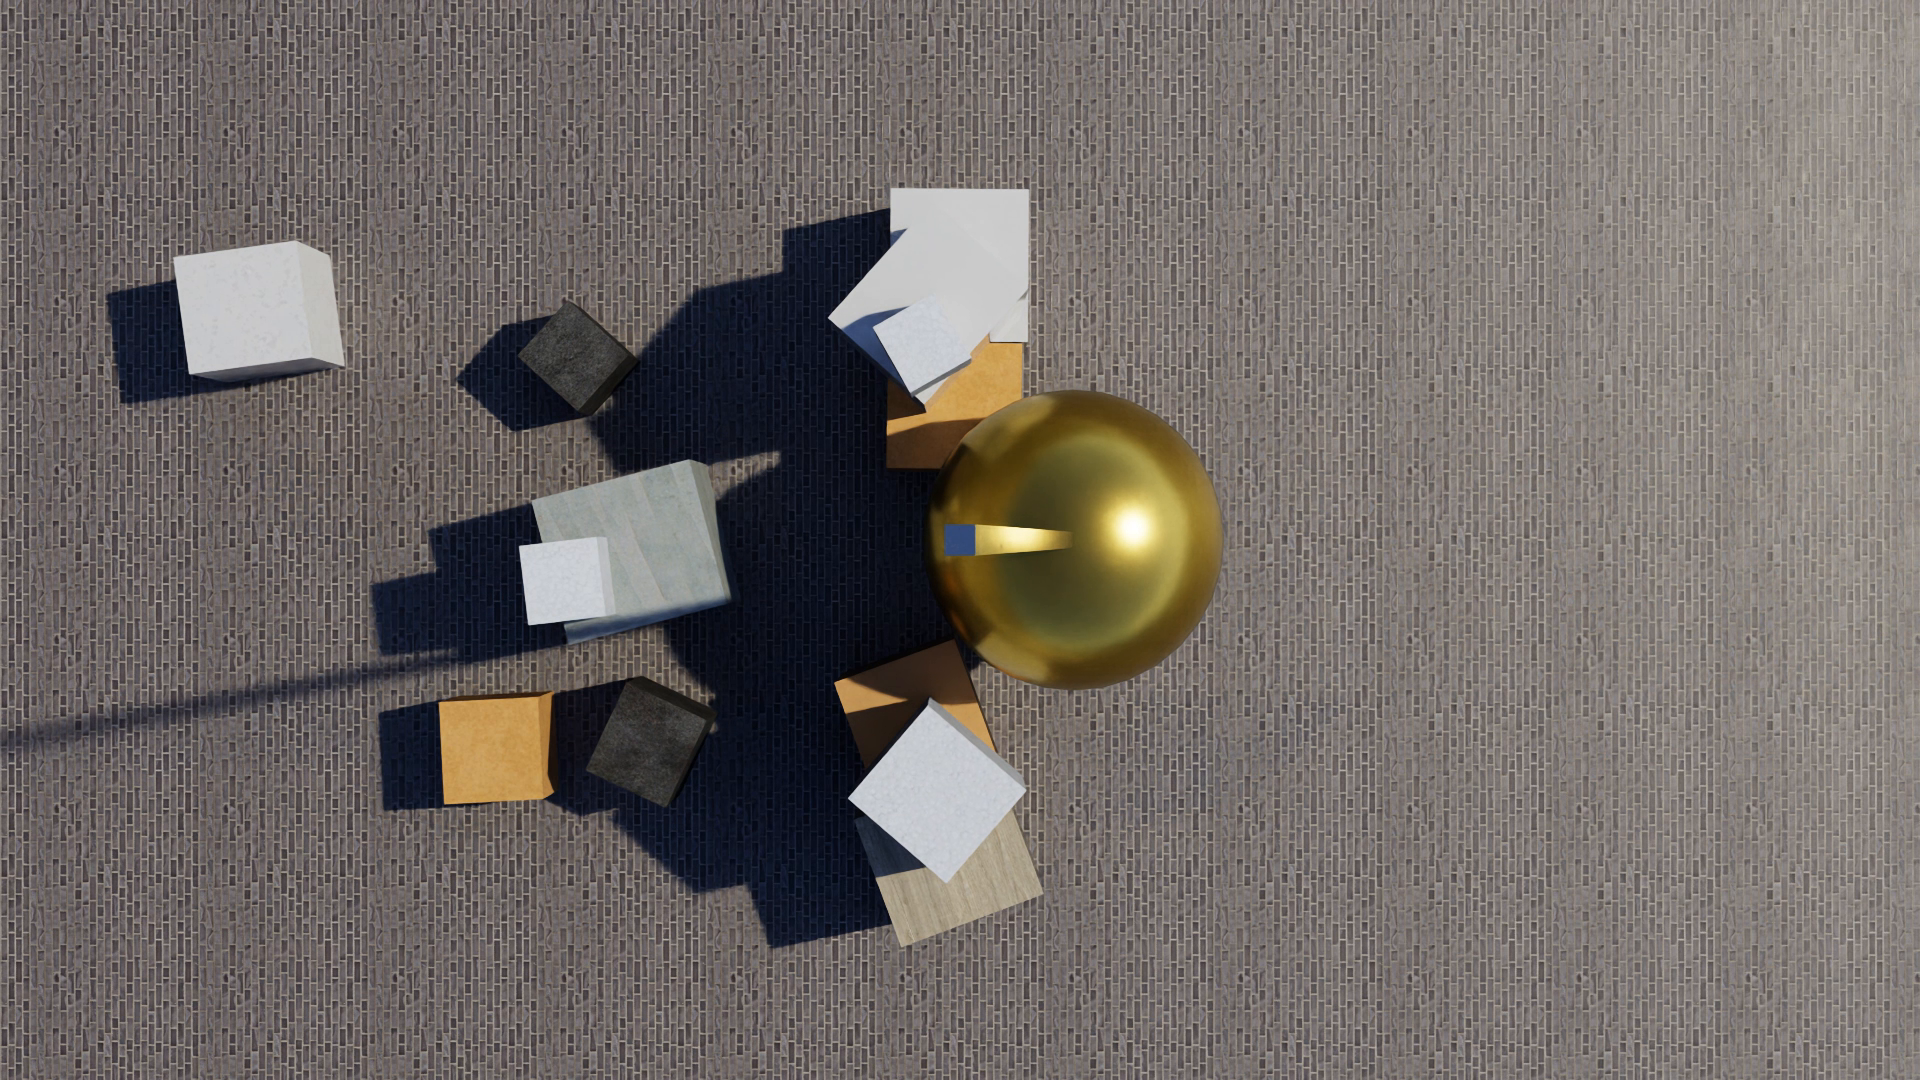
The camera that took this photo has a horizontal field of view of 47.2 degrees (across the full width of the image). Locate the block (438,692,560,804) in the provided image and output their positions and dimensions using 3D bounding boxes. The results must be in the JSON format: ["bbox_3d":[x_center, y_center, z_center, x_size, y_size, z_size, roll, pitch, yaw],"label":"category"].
[{"bbox_3d":[-2.666,1.198,12.751,0.564,0.499,0.582,-3,90,0],"label":"block"}]

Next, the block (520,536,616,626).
[{"bbox_3d":[-2.141,0.221,12.017,0.420,0.347,0.430,-7,90,0],"label":"block"}]

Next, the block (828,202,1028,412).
[{"bbox_3d":[-0.166,-1.244,11.921,0.679,0.784,0.820,42,90,0],"label":"block"}]

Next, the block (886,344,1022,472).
[{"bbox_3d":[-0.032,-0.752,12.657,0.750,0.687,0.708,1,90,0],"label":"block"}]

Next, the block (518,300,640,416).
[{"bbox_3d":[-2.204,-1.050,12.756,0.466,0.488,0.431,42,90,0],"label":"block"}]

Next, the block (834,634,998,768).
[{"bbox_3d":[-0.237,1.017,12.583,0.708,0.834,0.743,-20,90,0],"label":"block"}]

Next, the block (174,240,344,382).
[{"bbox_3d":[-4.026,-1.306,12.671,0.697,0.658,0.662,-8,90,0],"label":"block"}]

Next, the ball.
[{"bbox_3d":[0.597,0.000,11.666,1.600,1.600,1.600,0,90,0],"label":"ball"}]

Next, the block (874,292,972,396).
[{"bbox_3d":[-0.192,-1.001,11.337,0.359,0.383,0.382,-30,90,0],"label":"block"}]

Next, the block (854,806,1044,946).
[{"bbox_3d":[-0.062,1.754,12.586,0.841,0.829,0.754,-20,90,0],"label":"block"}]

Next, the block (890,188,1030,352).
[{"bbox_3d":[-0.004,-1.539,12.656,0.774,0.687,0.855,0,90,0],"label":"block"}]

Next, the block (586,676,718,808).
[{"bbox_3d":[-1.768,1.155,12.691,0.501,0.619,0.546,25,90,0],"label":"block"}]

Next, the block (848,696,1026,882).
[{"bbox_3d":[-0.119,1.324,11.806,0.678,0.720,0.639,41,90,0],"label":"block"}]

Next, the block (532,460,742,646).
[{"bbox_3d":[-1.835,0.067,12.595,0.904,0.810,0.829,-15,90,0],"label":"block"}]

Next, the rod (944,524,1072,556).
[{"bbox_3d":[0.259,0.000,8.283,0.080,5.200,0.080,0,90,6],"label":"rod"}]
